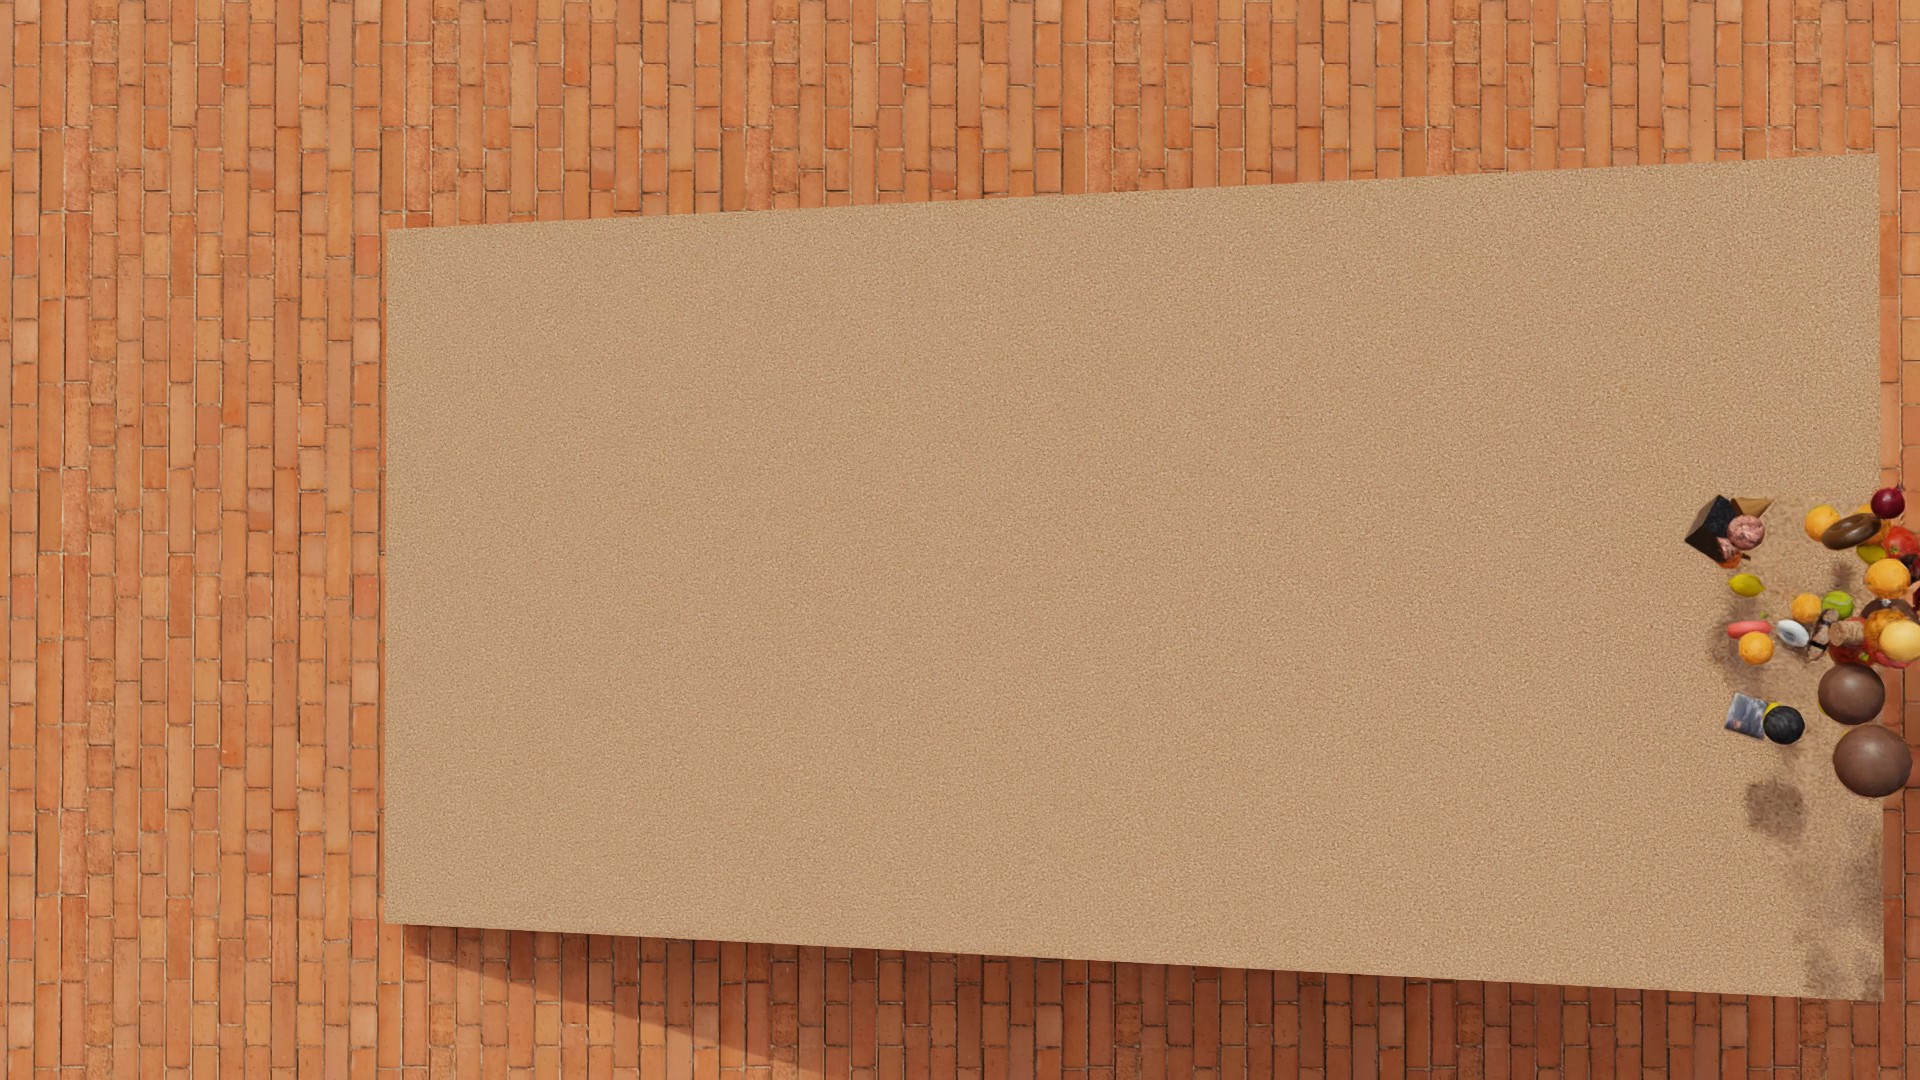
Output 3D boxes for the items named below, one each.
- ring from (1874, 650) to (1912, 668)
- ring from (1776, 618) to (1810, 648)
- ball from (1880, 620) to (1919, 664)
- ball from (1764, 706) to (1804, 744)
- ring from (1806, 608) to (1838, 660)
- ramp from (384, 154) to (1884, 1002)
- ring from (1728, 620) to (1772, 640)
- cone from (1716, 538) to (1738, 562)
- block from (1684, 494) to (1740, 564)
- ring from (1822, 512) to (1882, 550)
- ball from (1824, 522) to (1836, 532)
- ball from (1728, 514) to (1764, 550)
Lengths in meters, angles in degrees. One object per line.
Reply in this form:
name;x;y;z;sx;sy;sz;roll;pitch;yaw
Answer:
ring;1.917;0.243;4.515;0.075;0.075;0.025;-1;104;0
ring;1.970;0.222;5.204;0.027;0.081;0.081;-36;89;-30
ball;1.659;0.178;3.870;0.077;0.077;0.077;0;89;0
ball;1.738;0.390;4.639;0.082;0.082;0.082;0;89;0
ring;1.825;0.200;4.656;0.039;0.118;0.118;23;89;19
ramp;0.272;0.095;5.810;4.000;0.100;2.000;0;89;17
ring;1.730;0.197;4.818;0.093;0.093;0.031;-3;78;0
cone;1.735;0.011;4.927;0.063;0.063;0.063;-22;89;10
block;1.729;-0.025;5.010;0.095;0.095;0.095;33;67;5
ring;1.725;-0.017;4.254;0.115;0.115;0.038;-27;95;0
ball;2.042;-0.017;5.122;0.053;0.053;0.053;0;89;0
ball;1.668;-0.016;4.667;0.075;0.075;0.075;0;89;0
